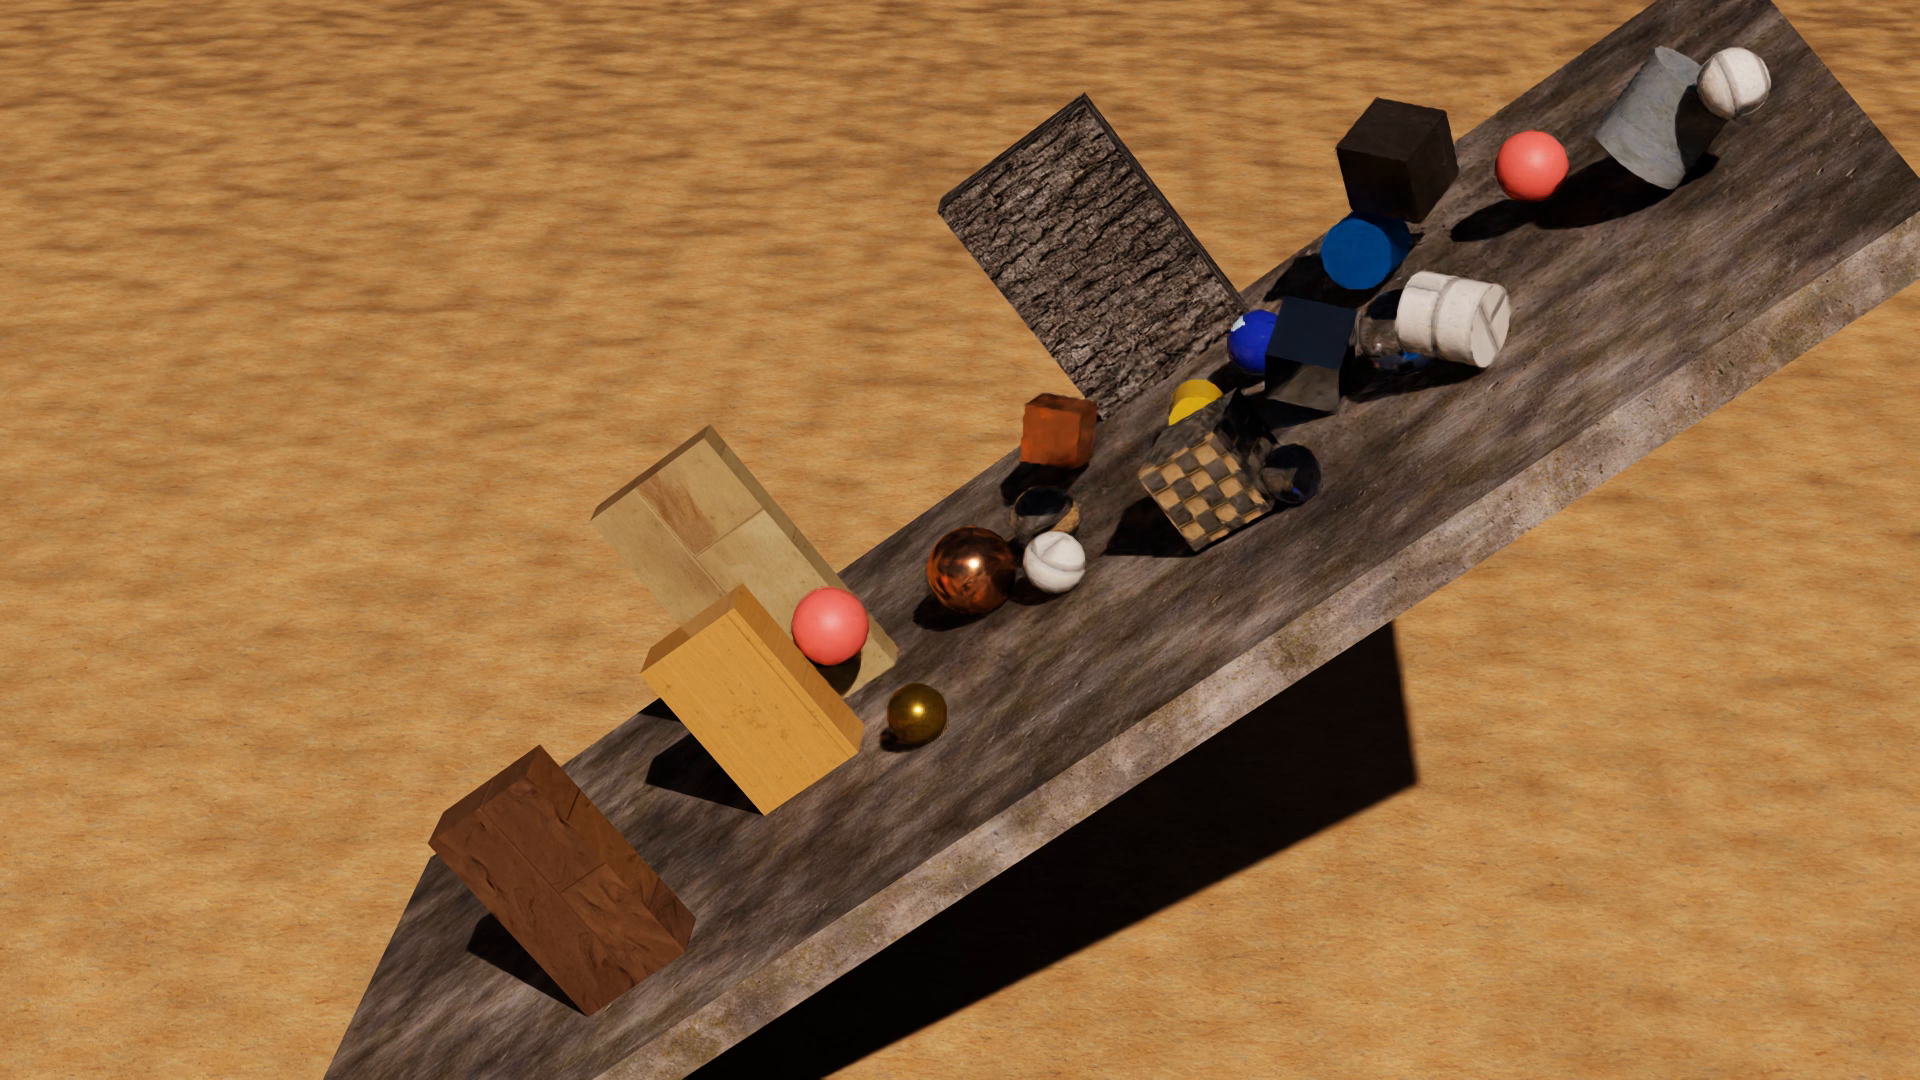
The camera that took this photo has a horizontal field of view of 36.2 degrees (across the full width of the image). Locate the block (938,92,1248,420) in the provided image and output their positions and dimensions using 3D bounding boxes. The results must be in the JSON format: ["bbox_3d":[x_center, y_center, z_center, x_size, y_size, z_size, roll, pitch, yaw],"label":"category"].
[{"bbox_3d":[0.312,-0.653,6.837,0.420,0.639,0.114,-35,16,17],"label":"block"}]

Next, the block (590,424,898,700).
[{"bbox_3d":[-0.472,0.100,6.494,0.327,0.664,0.086,-35,16,17],"label":"block"}]

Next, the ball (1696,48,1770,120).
[{"bbox_3d":[1.416,-0.835,5.382,0.130,0.130,0.130,0,23,0],"label":"ball"}]

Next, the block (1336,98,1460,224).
[{"bbox_3d":[0.915,-0.792,6.144,0.169,0.169,0.169,18,55,35],"label":"block"}]

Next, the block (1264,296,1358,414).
[{"bbox_3d":[0.702,-0.371,5.889,0.151,0.151,0.151,13,60,13],"label":"block"}]

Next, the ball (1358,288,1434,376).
[{"bbox_3d":[0.866,-0.408,5.770,0.169,0.169,0.169,0,23,0],"label":"ball"}]

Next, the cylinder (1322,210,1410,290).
[{"bbox_3d":[0.871,-0.629,6.313,0.155,0.155,0.155,9,22,21],"label":"cylinder"}]

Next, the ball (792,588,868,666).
[{"bbox_3d":[-0.277,0.184,6.263,0.165,0.165,0.165,0,23,0],"label":"ball"}]

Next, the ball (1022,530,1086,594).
[{"bbox_3d":[0.196,0.046,6.107,0.132,0.132,0.132,0,23,0],"label":"ball"}]

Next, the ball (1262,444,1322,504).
[{"bbox_3d":[0.635,-0.126,5.615,0.114,0.114,0.114,0,23,0],"label":"ball"}]

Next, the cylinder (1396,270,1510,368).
[{"bbox_3d":[0.931,-0.418,5.552,0.158,0.158,0.158,15,27,33],"label":"cylinder"}]

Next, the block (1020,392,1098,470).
[{"bbox_3d":[0.222,-0.245,6.617,0.130,0.130,0.130,10,18,18],"label":"block"}]

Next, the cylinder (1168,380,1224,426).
[{"bbox_3d":[0.505,-0.267,6.266,0.120,0.120,0.120,2,21,5],"label":"cylinder"}]

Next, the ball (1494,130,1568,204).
[{"bbox_3d":[1.161,-0.758,5.974,0.147,0.147,0.147,0,23,0],"label":"ball"}]

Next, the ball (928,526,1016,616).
[{"bbox_3d":[0.025,0.066,6.331,0.192,0.192,0.192,0,23,0],"label":"ball"}]

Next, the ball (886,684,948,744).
[{"bbox_3d":[-0.087,0.350,5.928,0.123,0.123,0.123,0,23,0],"label":"ball"}]

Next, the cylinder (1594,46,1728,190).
[{"bbox_3d":[1.346,-0.804,5.606,0.192,0.192,0.192,25,30,-16],"label":"cylinder"}]

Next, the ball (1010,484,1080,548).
[{"bbox_3d":[0.185,-0.044,6.350,0.151,0.151,0.151,0,23,0],"label":"ball"}]

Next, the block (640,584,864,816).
[{"bbox_3d":[-0.436,0.338,6.220,0.257,0.413,0.129,-35,16,17],"label":"block"}]

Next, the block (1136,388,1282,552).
[{"bbox_3d":[0.501,-0.138,5.756,0.193,0.193,0.193,-30,15,33],"label":"block"}]

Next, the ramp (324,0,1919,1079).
[{"bbox_3d":[0.127,0.181,6.327,4.000,0.100,2.000,-35,16,17],"label":"ramp"}]

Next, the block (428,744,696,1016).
[{"bbox_3d":[-0.798,0.689,5.928,0.263,0.492,0.133,-35,16,17],"label":"block"}]

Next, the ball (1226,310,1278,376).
[{"bbox_3d":[0.648,-0.425,6.360,0.144,0.144,0.144,0,23,0],"label":"ball"}]
